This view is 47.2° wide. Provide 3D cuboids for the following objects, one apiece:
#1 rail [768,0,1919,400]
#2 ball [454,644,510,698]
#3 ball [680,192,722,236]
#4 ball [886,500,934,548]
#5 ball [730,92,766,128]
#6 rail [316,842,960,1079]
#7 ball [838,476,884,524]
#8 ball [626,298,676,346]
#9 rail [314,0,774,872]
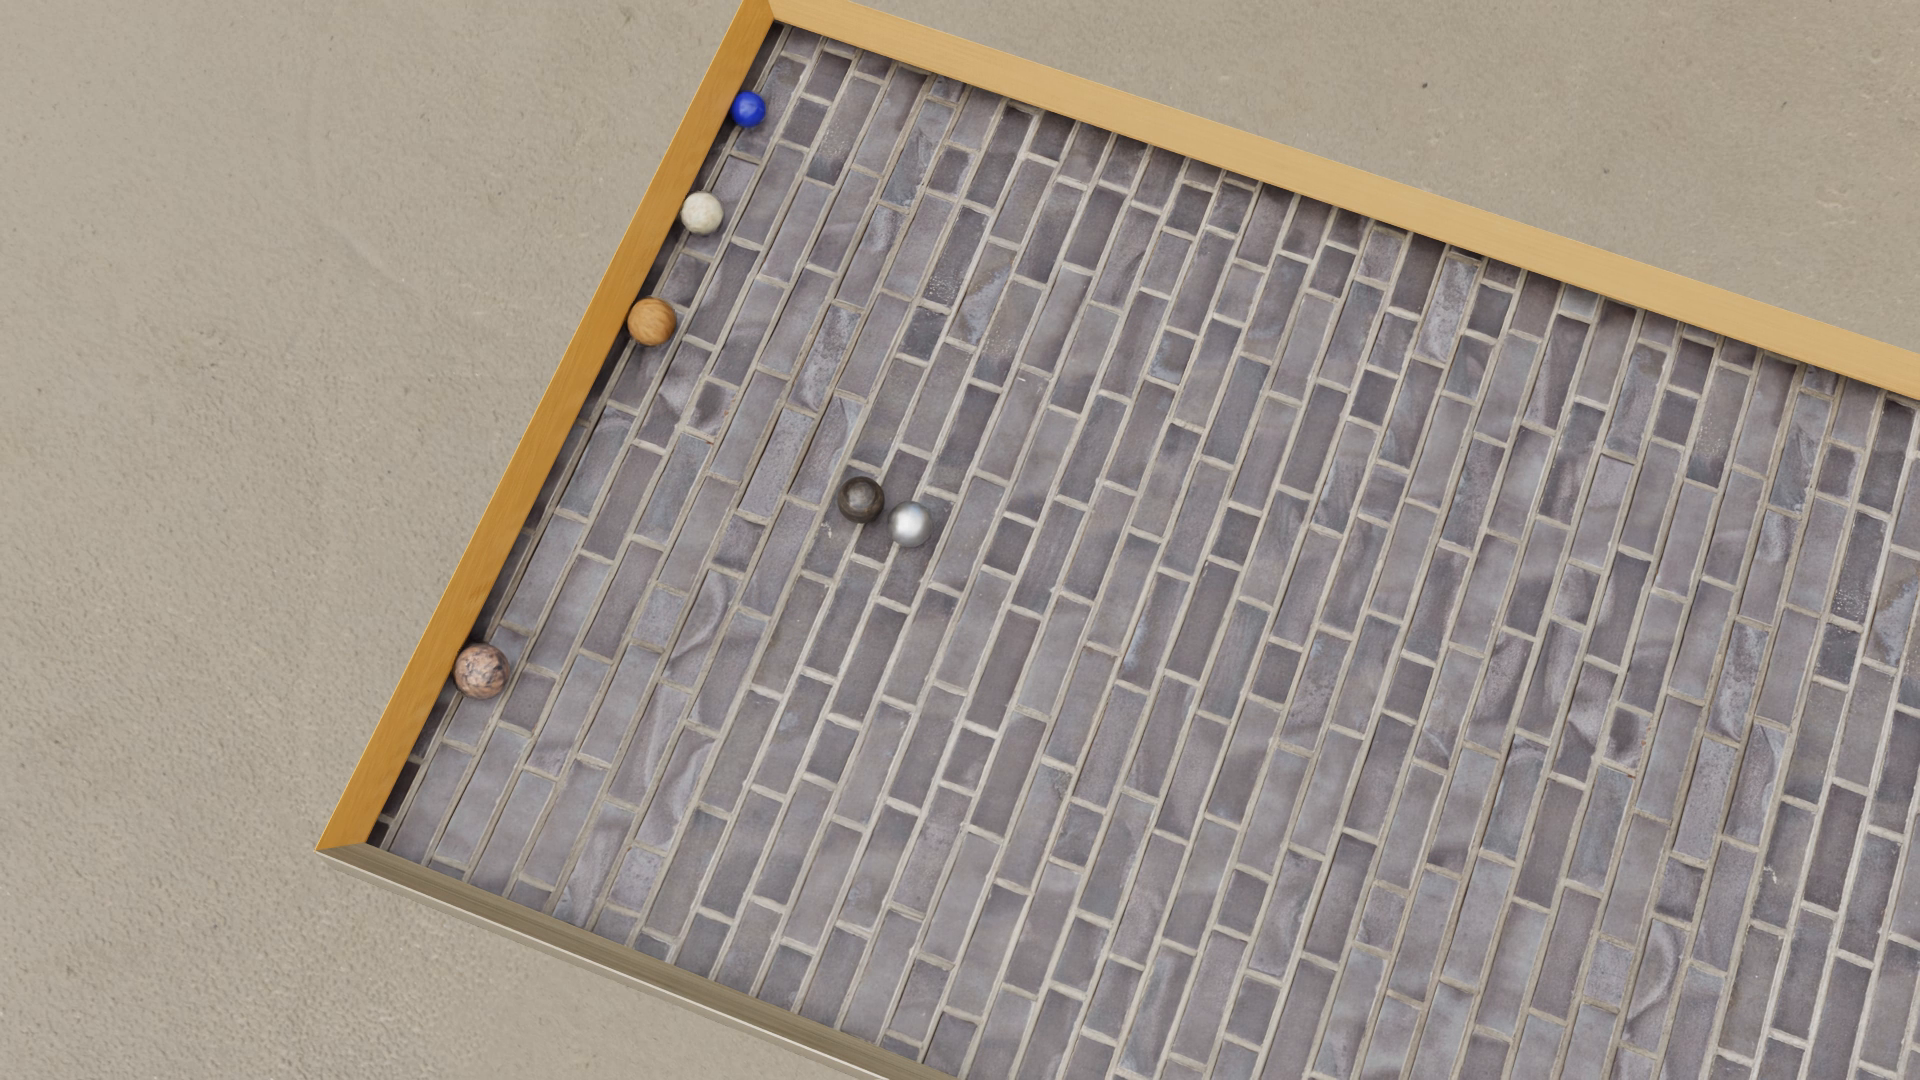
[{"bbox_3d":[0.937,-0.469,3.631,2.774,0.110,0.045,20,70,8],"label":"rail"},{"bbox_3d":[-0.736,0.202,3.384,0.084,0.084,0.084,0,69,0],"label":"ball"},{"bbox_3d":[-0.433,-0.547,3.683,0.071,0.071,0.071,0,69,0],"label":"ball"},{"bbox_3d":[-0.079,-0.025,3.478,0.074,0.074,0.074,0,69,0],"label":"ball"},{"bbox_3d":[-0.363,-0.735,3.761,0.062,0.062,0.062,0,69,0],"label":"ball"},{"bbox_3d":[0.356,0.923,3.089,2.774,0.110,0.045,20,70,8],"label":"rail"},{"bbox_3d":[-0.157,-0.064,3.492,0.076,0.076,0.076,0,69,0],"label":"ball"},{"bbox_3d":[-0.506,-0.357,3.604,0.079,0.079,0.079,0,69,0],"label":"ball"},{"bbox_3d":[-0.624,-0.233,3.539,0.045,0.110,1.650,20,70,8],"label":"rail"}]
